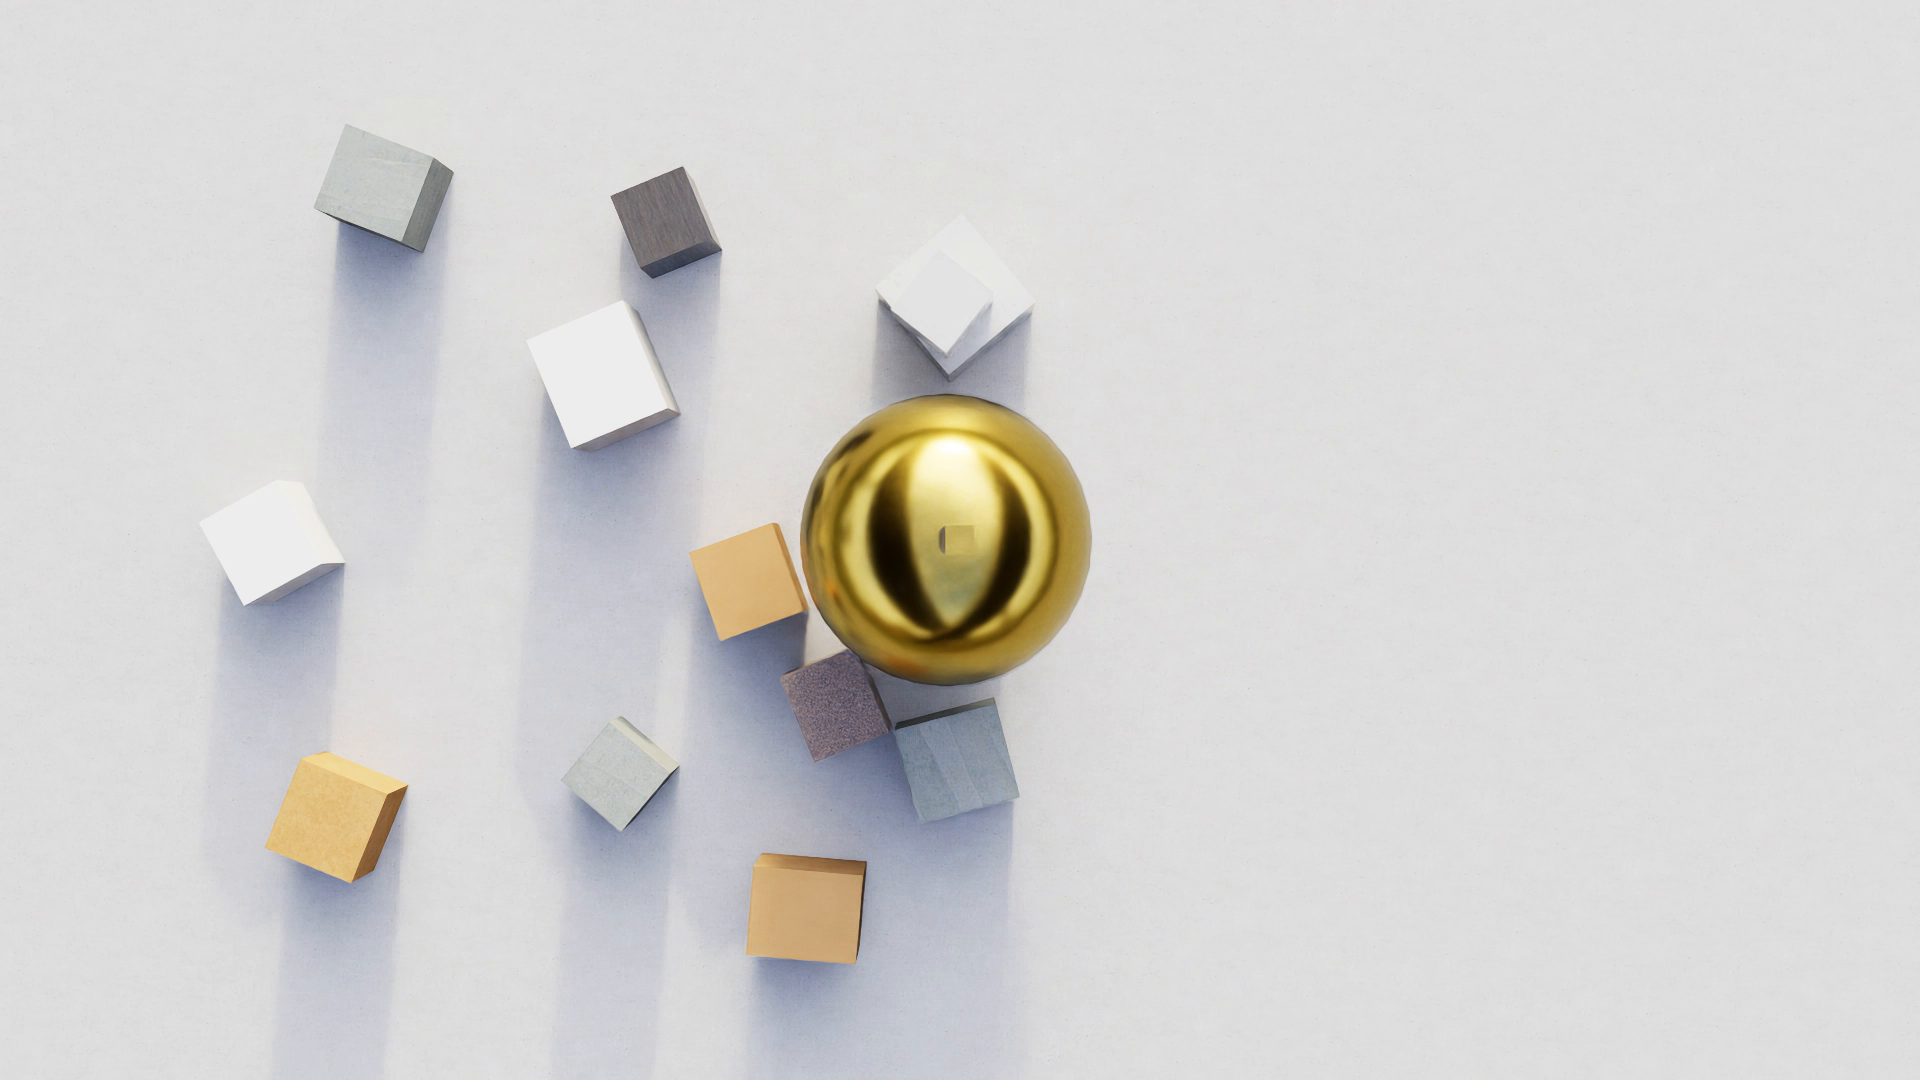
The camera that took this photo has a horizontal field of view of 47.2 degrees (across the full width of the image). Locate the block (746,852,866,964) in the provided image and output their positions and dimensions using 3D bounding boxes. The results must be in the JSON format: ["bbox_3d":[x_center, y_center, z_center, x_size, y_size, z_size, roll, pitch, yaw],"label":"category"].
[{"bbox_3d":[-0.881,2.125,12.725,0.623,0.549,0.505,5,90,0],"label":"block"}]

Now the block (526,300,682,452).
[{"bbox_3d":[-2.044,-0.934,12.690,0.588,0.621,0.658,-23,90,0],"label":"block"}]

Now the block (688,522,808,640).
[{"bbox_3d":[-1.219,0.238,12.762,0.504,0.476,0.535,-20,90,0],"label":"block"}]

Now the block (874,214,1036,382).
[{"bbox_3d":[-0.027,-1.385,12.693,0.643,0.614,0.650,-40,90,0],"label":"block"}]

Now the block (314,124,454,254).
[{"bbox_3d":[-3.332,-2.031,12.746,0.535,0.509,0.513,21,90,0],"label":"block"}]

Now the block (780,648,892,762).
[{"bbox_3d":[-0.713,0.936,12.735,0.457,0.530,0.522,-22,90,0],"label":"block"}]

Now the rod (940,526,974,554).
[{"bbox_3d":[-0.033,0.000,8.601,0.080,5.200,0.080,0,90,-1],"label":"rod"}]

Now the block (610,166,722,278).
[{"bbox_3d":[-1.694,-1.832,12.735,0.447,0.530,0.442,-22,90,0],"label":"block"}]

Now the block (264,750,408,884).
[{"bbox_3d":[-3.609,1.599,12.757,0.533,0.487,0.547,22,90,0],"label":"block"}]

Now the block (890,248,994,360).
[{"bbox_3d":[-0.095,-1.299,12.163,0.385,0.446,0.420,38,90,0],"label":"block"}]

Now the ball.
[{"bbox_3d":[-0.075,0.000,12.001,1.600,1.600,1.600,0,90,0],"label":"ball"}]

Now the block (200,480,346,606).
[{"bbox_3d":[-3.980,0.016,12.754,0.502,0.493,0.540,-29,90,0],"label":"block"}]

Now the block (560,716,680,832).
[{"bbox_3d":[-1.967,1.351,12.774,0.454,0.452,0.436,40,90,0],"label":"block"}]

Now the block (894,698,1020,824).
[{"bbox_3d":[-0.016,1.270,12.741,0.594,0.519,0.549,-15,90,0],"label":"block"}]
